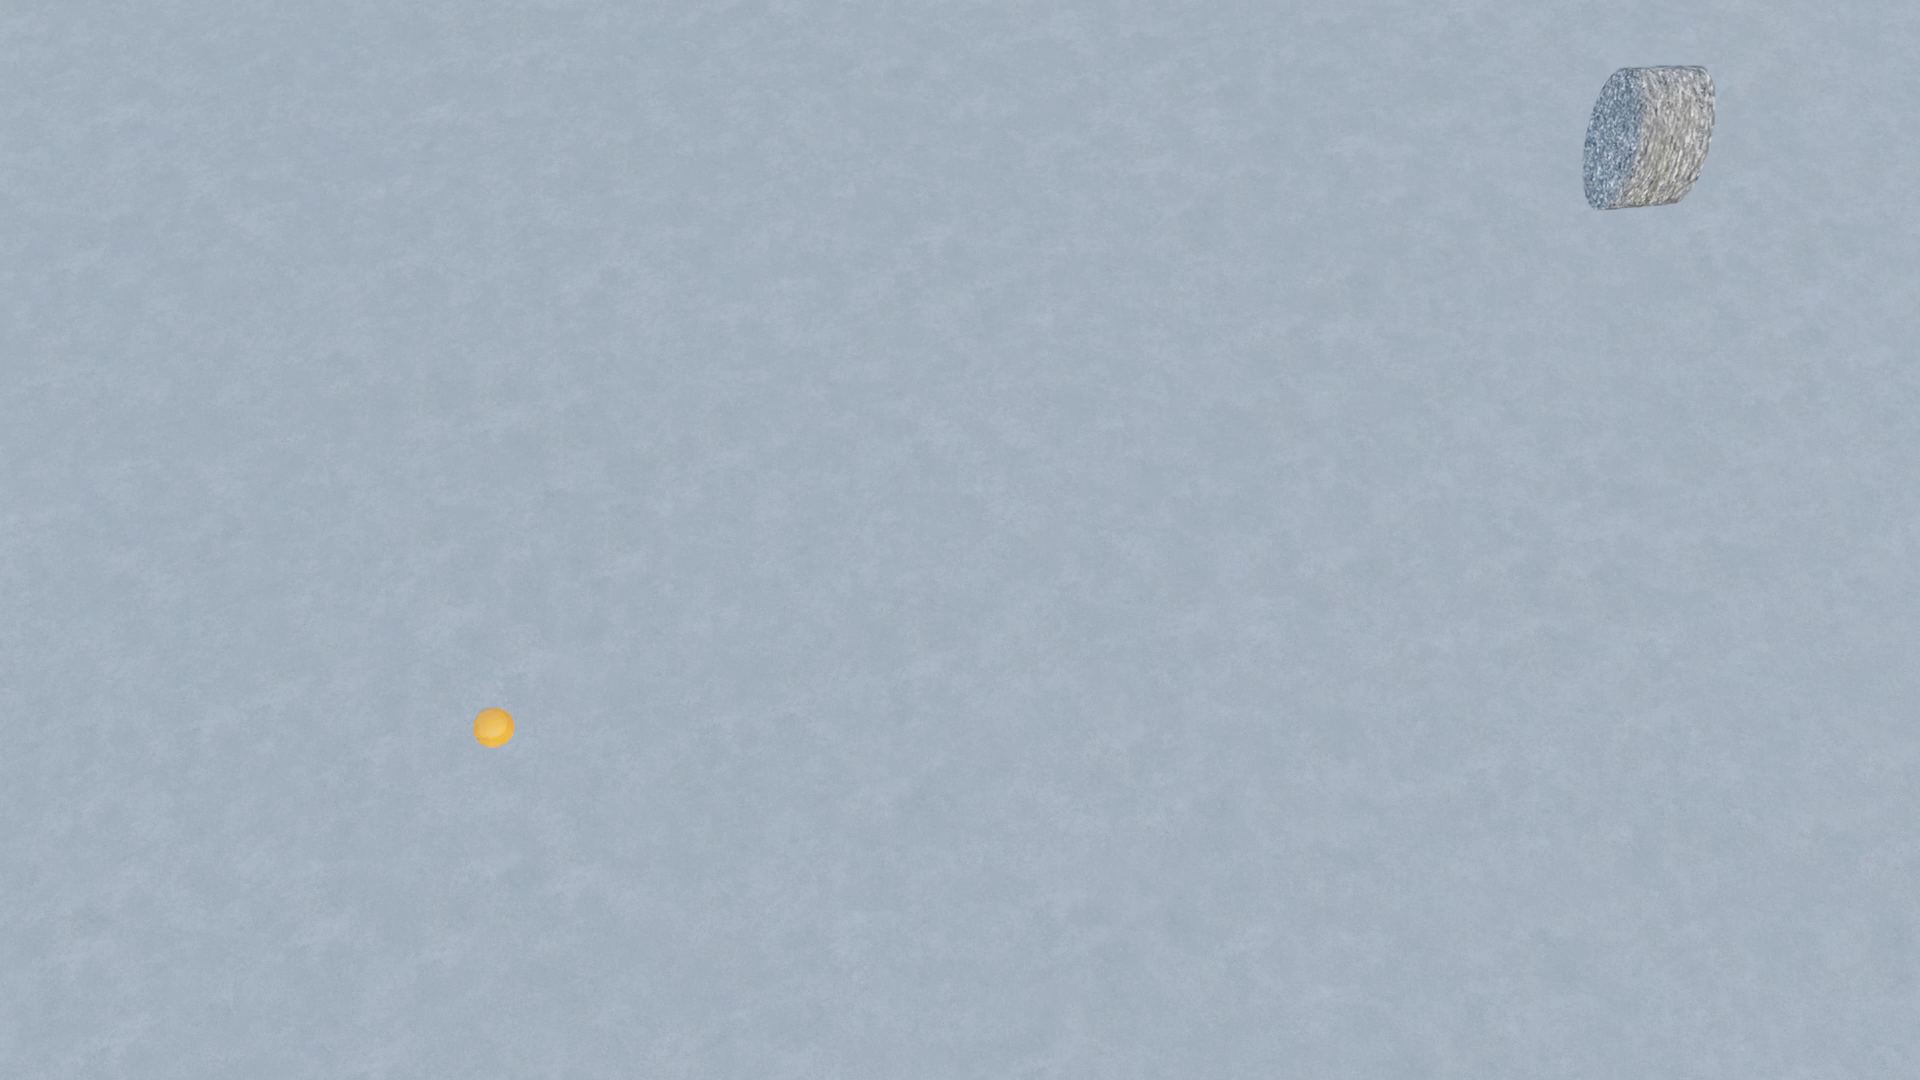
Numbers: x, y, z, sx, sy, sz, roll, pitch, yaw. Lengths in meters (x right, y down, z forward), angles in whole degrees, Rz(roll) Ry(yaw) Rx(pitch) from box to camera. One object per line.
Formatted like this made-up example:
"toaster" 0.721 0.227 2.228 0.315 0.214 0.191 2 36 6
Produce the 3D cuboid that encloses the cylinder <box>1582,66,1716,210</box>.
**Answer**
"cylinder" 1.559 -0.910 4.972 0.314 0.319 0.133 -12 27 -42
